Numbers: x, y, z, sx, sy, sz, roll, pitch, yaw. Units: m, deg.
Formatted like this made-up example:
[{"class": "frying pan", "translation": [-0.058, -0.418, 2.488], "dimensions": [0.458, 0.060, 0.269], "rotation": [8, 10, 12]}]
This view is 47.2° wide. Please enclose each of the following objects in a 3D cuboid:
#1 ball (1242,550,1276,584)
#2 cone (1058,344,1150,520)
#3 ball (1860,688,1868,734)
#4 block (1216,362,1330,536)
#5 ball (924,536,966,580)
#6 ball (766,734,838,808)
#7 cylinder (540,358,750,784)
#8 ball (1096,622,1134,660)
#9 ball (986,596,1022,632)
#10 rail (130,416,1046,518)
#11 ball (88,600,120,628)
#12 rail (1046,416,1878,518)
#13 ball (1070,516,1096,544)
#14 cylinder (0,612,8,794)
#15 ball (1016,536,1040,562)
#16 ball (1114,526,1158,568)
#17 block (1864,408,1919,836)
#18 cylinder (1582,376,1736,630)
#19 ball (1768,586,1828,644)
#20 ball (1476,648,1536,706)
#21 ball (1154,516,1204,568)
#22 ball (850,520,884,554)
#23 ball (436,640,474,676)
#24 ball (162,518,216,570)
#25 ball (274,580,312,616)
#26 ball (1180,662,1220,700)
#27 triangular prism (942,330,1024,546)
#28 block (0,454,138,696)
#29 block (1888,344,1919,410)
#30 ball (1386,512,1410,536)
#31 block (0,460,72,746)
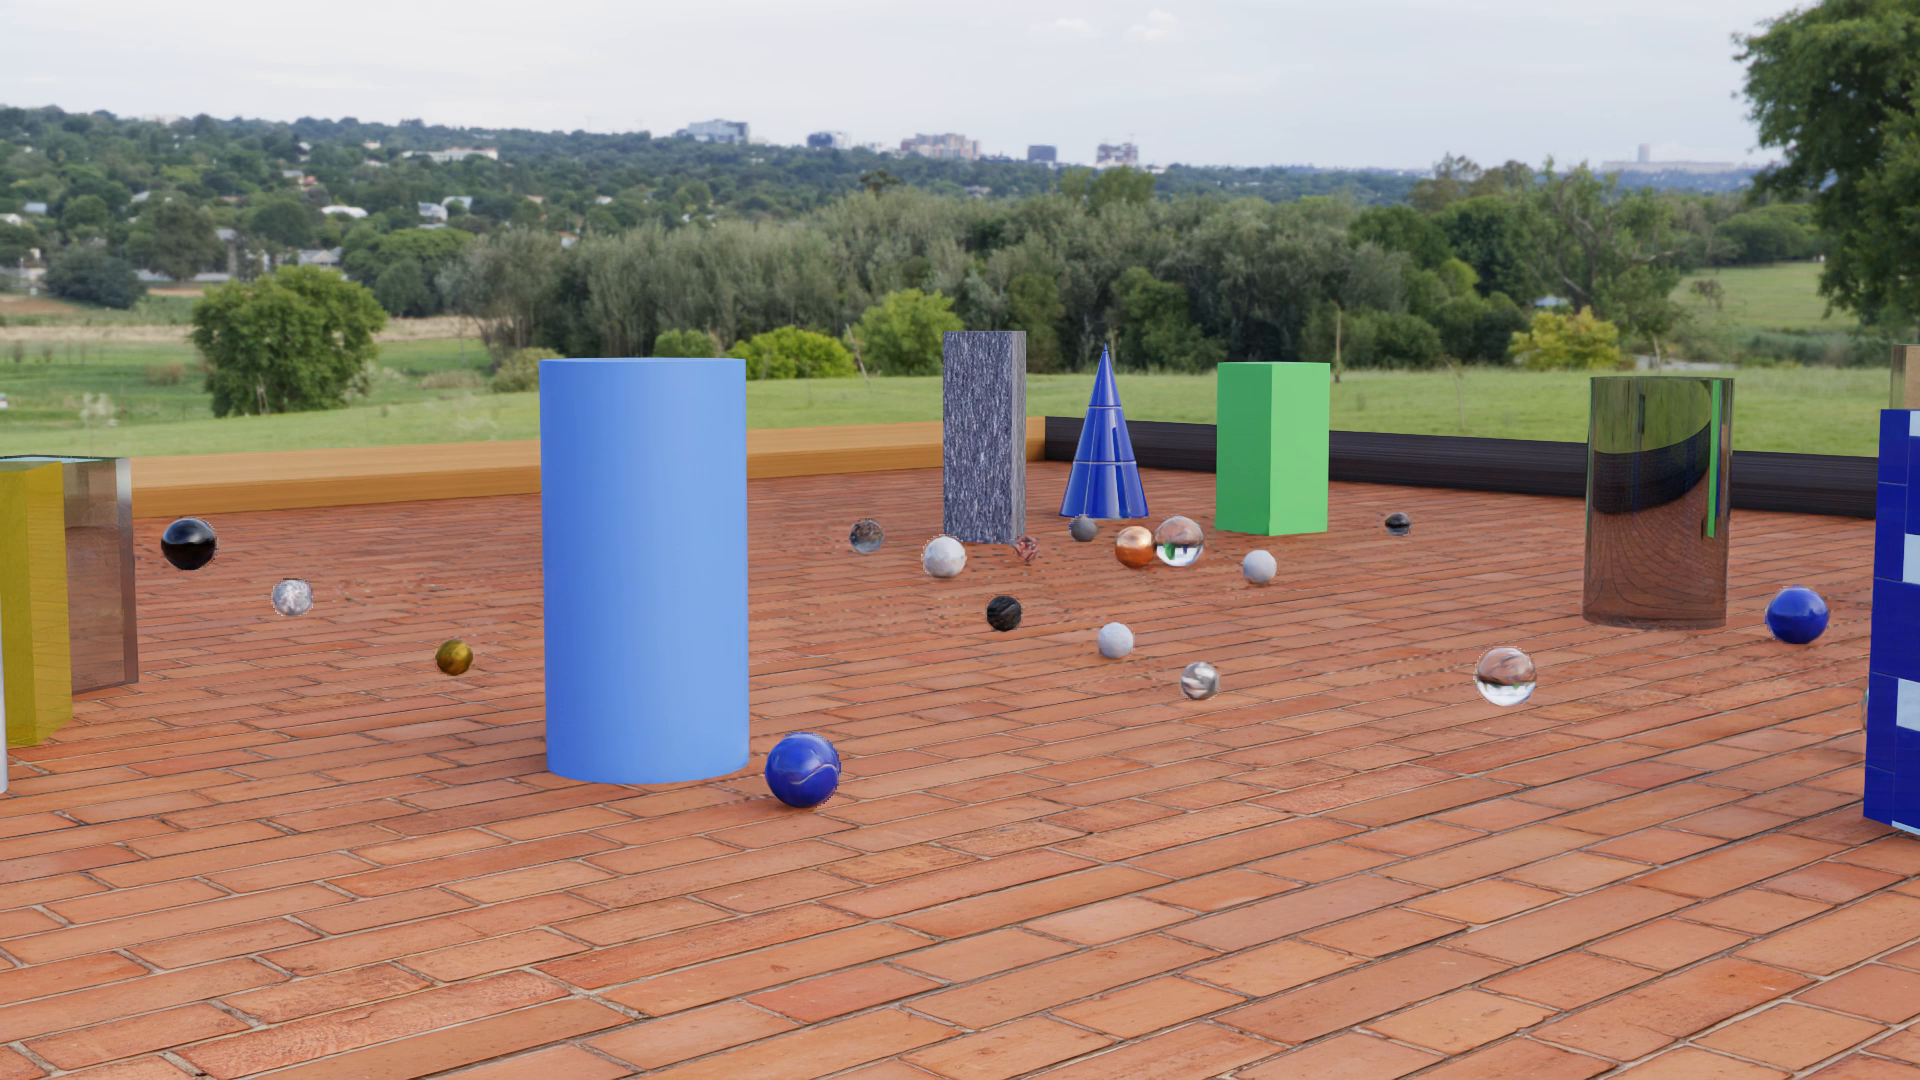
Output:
[{"class": "ball", "translation": [0.489, 0.044, 3.593], "dimensions": [0.056, 0.056, 0.056], "rotation": [0, 6, 0]}, {"class": "cone", "translation": [0.315, -0.242, 4.787], "dimensions": [0.199, 0.377, 0.199], "rotation": [0, 6, 0]}, {"class": "ball", "translation": [0.941, 0.171, 2.167], "dimensions": [0.099, 0.099, 0.099], "rotation": [0, 6, 0]}, {"class": "block", "translation": [0.634, -0.189, 4.459], "dimensions": [0.159, 0.340, 0.159], "rotation": [-4, 7, -35]}, {"class": "ball", "translation": [-0.025, 0.030, 3.658], "dimensions": [0.071, 0.071, 0.071], "rotation": [0, 6, 0]}, {"class": "ball", "translation": [-0.142, 0.207, 1.977], "dimensions": [0.066, 0.066, 0.066], "rotation": [0, 6, 0]}, {"class": "cylinder", "translation": [-0.308, 0.023, 2.153], "dimensions": [0.199, 0.397, 0.199], "rotation": [0, 6, 0]}, {"class": "ball", "translation": [0.199, 0.129, 2.818], "dimensions": [0.047, 0.047, 0.047], "rotation": [0, 6, 0]}, {"class": "ball", "translation": [0.061, 0.102, 3.062], "dimensions": [0.050, 0.050, 0.050], "rotation": [0, 6, 0]}, {"class": "rail", "translation": [-1.500, -0.135, 4.949], "dimensions": [4.821, 0.129, 0.045], "rotation": [-5, 8, -42]}, {"class": "ball", "translation": [-1.204, 0.104, 3.094], "dimensions": [0.041, 0.041, 0.041], "rotation": [0, 6, 0]}, {"class": "rail", "translation": [1.754, -0.134, 4.942], "dimensions": [0.045, 0.129, 4.472], "rotation": [-5, 8, -42]}, {"class": "ball", "translation": [0.238, -0.019, 4.229], "dimensions": [0.051, 0.051, 0.051], "rotation": [0, 6, 0]}, {"class": "cylinder", "translation": [-0.986, 0.009, 2.007], "dimensions": [0.199, 0.454, 0.199], "rotation": [0, 6, 0]}, {"class": "ball", "translation": [0.121, 0.016, 3.920], "dimensions": [0.044, 0.044, 0.044], "rotation": [0, 6, 0]}, {"class": "ball", "translation": [0.304, 0.012, 3.810], "dimensions": [0.074, 0.074, 0.074], "rotation": [0, 6, 0]}, {"class": "block", "translation": [0.896, 0.071, 1.869], "dimensions": [0.159, 0.360, 0.159], "rotation": [-2, 6, -15]}, {"class": "cylinder", "translation": [1.000, -0.057, 3.152], "dimensions": [0.199, 0.349, 0.199], "rotation": [0, 6, 0]}, {"class": "ball", "translation": [1.121, 0.101, 2.942], "dimensions": [0.077, 0.077, 0.077], "rotation": [0, 6, 0]}, {"class": "ball", "translation": [0.616, 0.155, 2.482], "dimensions": [0.067, 0.067, 0.067], "rotation": [0, 6, 0]}, {"class": "ball", "translation": [0.382, 0.003, 3.832], "dimensions": [0.088, 0.088, 0.088], "rotation": [0, 6, 0]}, {"class": "ball", "translation": [-0.172, -0.006, 4.039], "dimensions": [0.062, 0.062, 0.062], "rotation": [0, 6, 0]}, {"class": "ball", "translation": [-0.619, 0.144, 2.692], "dimensions": [0.045, 0.045, 0.045], "rotation": [0, 6, 0]}, {"class": "ball", "translation": [-1.327, 0.007, 3.785], "dimensions": [0.090, 0.090, 0.090], "rotation": [0, 6, 0]}, {"class": "ball", "translation": [-0.975, 0.085, 3.215], "dimensions": [0.054, 0.054, 0.054], "rotation": [0, 6, 0]}, {"class": "ball", "translation": [0.275, 0.162, 2.522], "dimensions": [0.044, 0.044, 0.044], "rotation": [0, 6, 0]}, {"class": "triangular prism", "translation": [0.081, -0.203, 4.277], "dimensions": [0.172, 0.405, 0.149], "rotation": [5, 7, 37]}, {"class": "block", "translation": [-1.093, 0.041, 2.592], "dimensions": [0.159, 0.270, 0.159], "rotation": [3, 7, 25]}, {"class": "block", "translation": [1.482, -0.094, 3.291], "dimensions": [0.159, 0.394, 0.159], "rotation": [2, 6, 15]}, {"class": "ball", "translation": [0.867, -0.031, 4.353], "dimensions": [0.049, 0.049, 0.049], "rotation": [0, 6, 0]}, {"class": "block", "translation": [-1.039, 0.064, 2.309], "dimensions": [0.159, 0.283, 0.159], "rotation": [-1, 6, -9]}]
